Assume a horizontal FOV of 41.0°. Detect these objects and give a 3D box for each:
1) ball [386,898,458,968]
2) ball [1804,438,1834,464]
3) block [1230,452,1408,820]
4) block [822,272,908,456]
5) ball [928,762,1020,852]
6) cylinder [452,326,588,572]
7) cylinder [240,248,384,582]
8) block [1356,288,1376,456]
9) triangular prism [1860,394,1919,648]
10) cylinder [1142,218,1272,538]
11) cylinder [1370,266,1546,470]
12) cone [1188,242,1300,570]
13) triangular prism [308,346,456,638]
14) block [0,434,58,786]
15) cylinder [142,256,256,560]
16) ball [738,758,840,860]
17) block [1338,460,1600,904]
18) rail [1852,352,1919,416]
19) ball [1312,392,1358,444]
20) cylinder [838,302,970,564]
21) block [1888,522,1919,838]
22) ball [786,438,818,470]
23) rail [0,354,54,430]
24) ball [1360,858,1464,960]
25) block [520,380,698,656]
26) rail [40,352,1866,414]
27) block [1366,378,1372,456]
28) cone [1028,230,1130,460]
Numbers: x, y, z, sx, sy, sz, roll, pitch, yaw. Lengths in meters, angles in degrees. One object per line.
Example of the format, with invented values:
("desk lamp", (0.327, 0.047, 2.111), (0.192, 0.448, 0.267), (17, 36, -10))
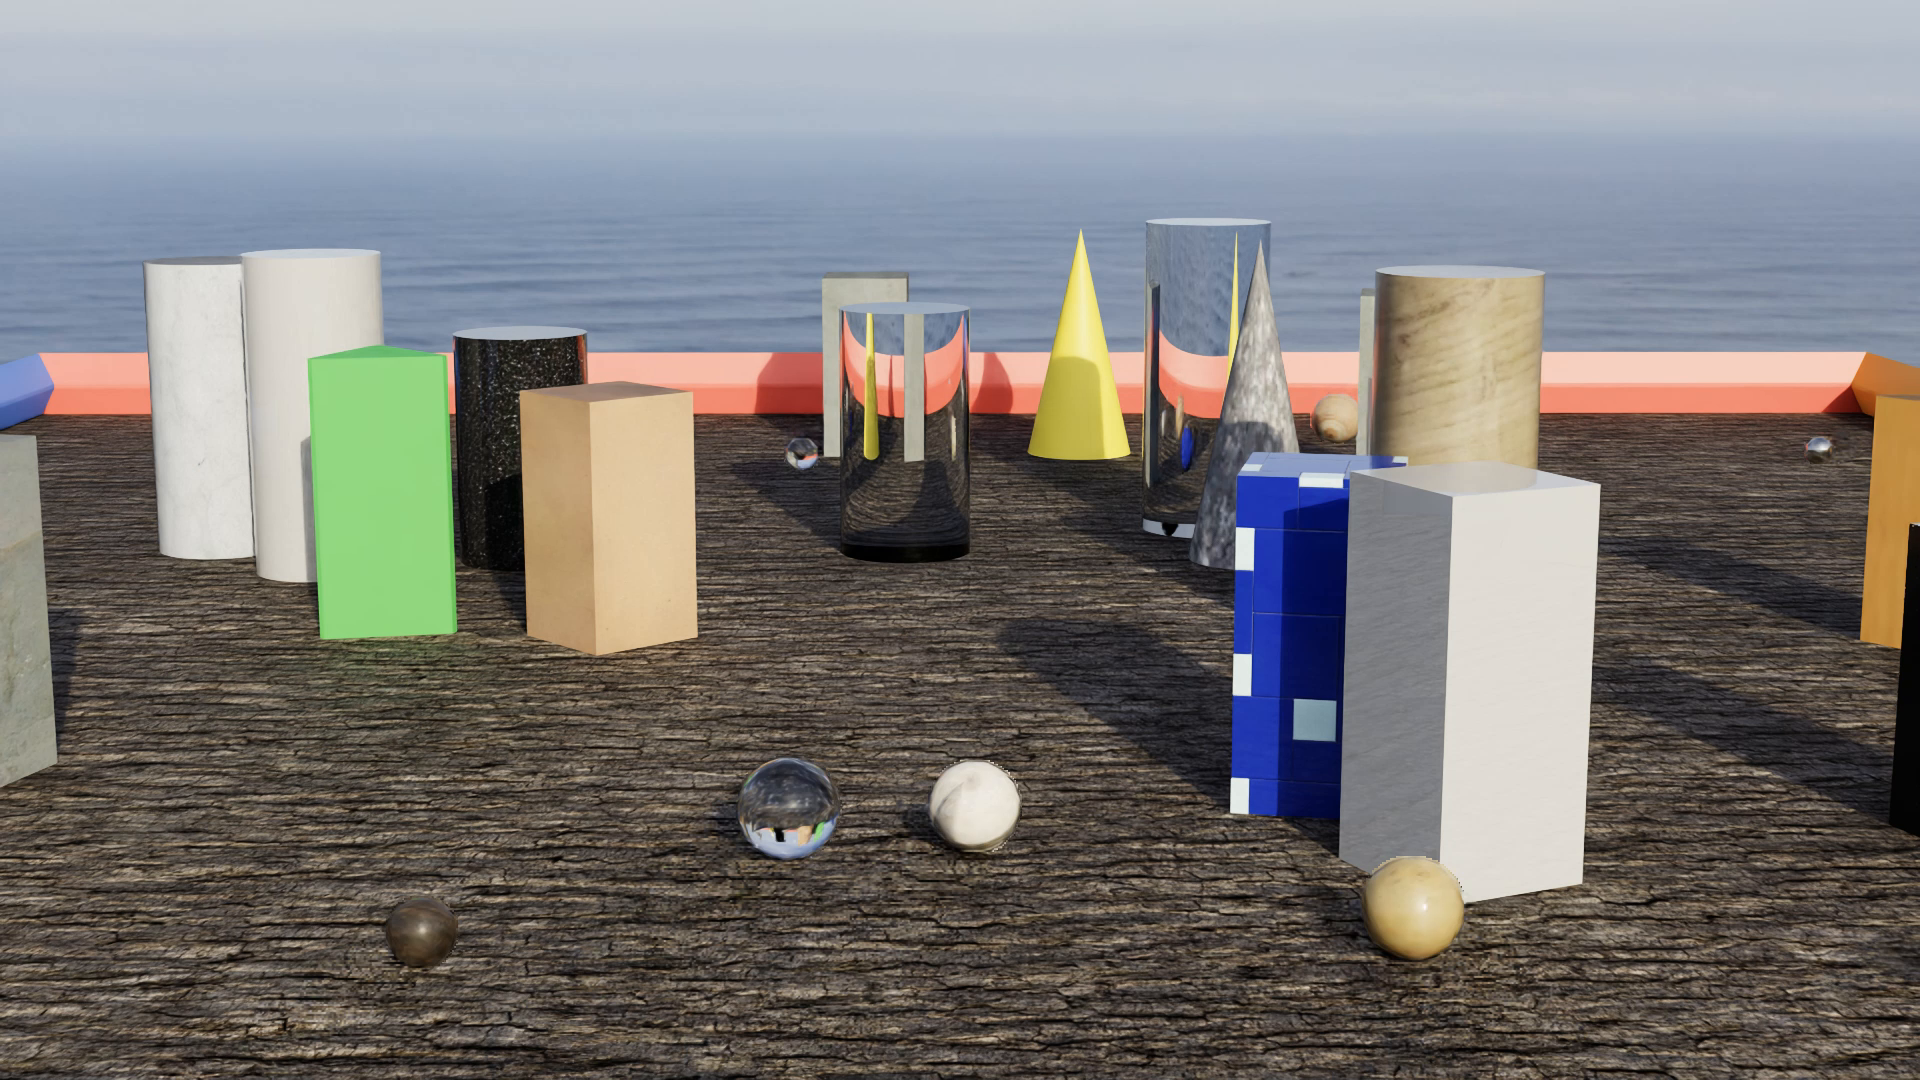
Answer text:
("ball", (-0.440, 0.320, 2.097), (0.057, 0.057, 0.057), (0, 11, 0))
("ball", (1.584, -0.164, 4.728), (0.050, 0.050, 0.050), (0, 11, 0))
("block", (0.359, 0.092, 2.558), (0.156, 0.337, 0.156), (2, 11, 12))
("block", (-0.177, -0.336, 4.872), (0.156, 0.334, 0.156), (0, 11, 1))
("ball", (0.013, 0.250, 2.400), (0.085, 0.085, 0.085), (0, 11, 0))
("cylinder", (-0.646, -0.138, 3.799), (0.195, 0.338, 0.195), (0, 11, 0))
("cylinder", (-0.928, -0.183, 3.707), (0.195, 0.460, 0.195), (0, 11, 0))
("block", (0.757, -0.248, 4.366), (0.156, 0.346, 0.156), (2, 11, 9))
("triangular prism", (1.263, -0.023, 3.237), (0.147, 0.315, 0.169), (-7, 13, -35))
("cylinder", (0.387, -0.258, 4.044), (0.195, 0.484, 0.195), (0, 11, 0))
("cylinder", (0.585, -0.074, 3.044), (0.195, 0.487, 0.195), (0, 11, 0))
("cone", (0.439, -0.206, 3.790), (0.195, 0.475, 0.195), (0, 11, 0))
("triangular prism", (-0.754, -0.067, 3.351), (0.169, 0.361, 0.147), (-2, 11, -12))
("block", (-1.050, 0.074, 2.625), (0.156, 0.349, 0.156), (3, 11, 16))
("cylinder", (-1.122, -0.204, 3.881), (0.195, 0.437, 0.195), (0, 11, 0))
("ball", (-0.159, 0.249, 2.378), (0.095, 0.095, 0.095), (0, 11, 0))
("block", (0.456, 0.124, 2.314), (0.156, 0.364, 0.156), (-5, 12, -25))
("rail", (1.902, 0.031, 3.460), (0.045, 0.127, 3.996), (0, 11, 0))
("ball", (0.733, -0.237, 4.988), (0.098, 0.098, 0.098), (0, 11, 0))
("cylinder", (-0.083, -0.165, 3.856), (0.195, 0.368, 0.195), (0, 11, 0))
("block", (1.001, 0.139, 2.415), (0.156, 0.297, 0.156), (-4, 11, -18))
("ball", (-0.287, -0.157, 4.665), (0.059, 0.059, 0.059), (0, 11, 0))
("rail", (-1.902, 0.035, 3.438), (0.045, 0.127, 3.996), (0, 11, 0))
("ball", (0.372, 0.304, 2.113), (0.084, 0.084, 0.084), (0, 11, 0))
("block", (-0.449, -0.032, 3.281), (0.156, 0.318, 0.156), (-9, 14, -41))
("rail", (-0.011, -0.327, 5.390), (3.852, 0.127, 0.045), (0, 11, 0))
("block", (0.716, -0.107, 3.829), (0.156, 0.265, 0.156), (-5, 12, -27))
("cone", (0.226, -0.375, 4.844), (0.195, 0.422, 0.195), (0, 11, 0))
